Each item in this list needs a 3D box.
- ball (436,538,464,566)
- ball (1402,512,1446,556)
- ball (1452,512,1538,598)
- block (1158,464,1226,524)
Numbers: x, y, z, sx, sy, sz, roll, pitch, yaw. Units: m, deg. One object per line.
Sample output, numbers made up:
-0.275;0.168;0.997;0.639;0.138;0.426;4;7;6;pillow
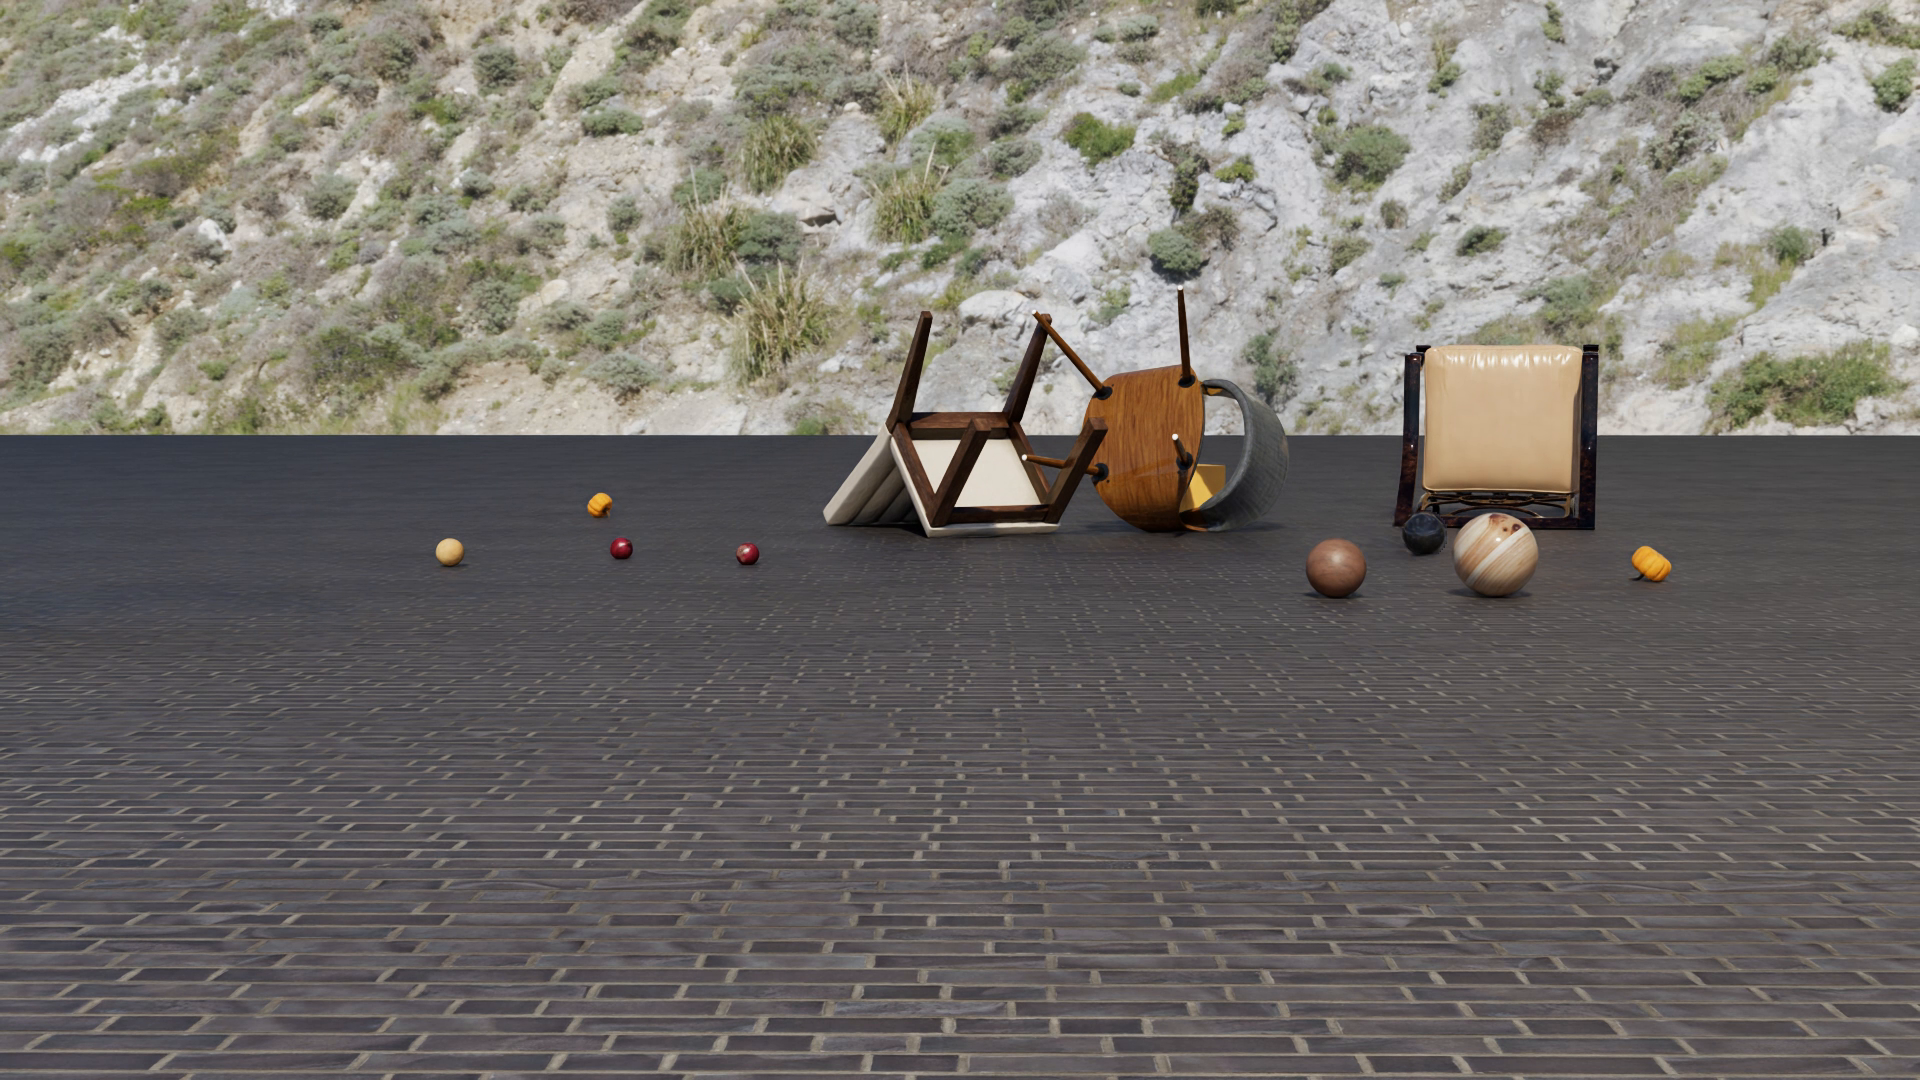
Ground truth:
-1.292;0.031;5.568;0.072;0.072;0.072;0;4;0;ball
1.253;-0.016;5.941;0.115;0.115;0.115;0;4;0;ball
1.155;0.032;4.747;0.182;0.182;0.182;0;4;0;ball
0.780;-0.155;7.405;0.157;0.192;0.165;-2;4;-29;block
